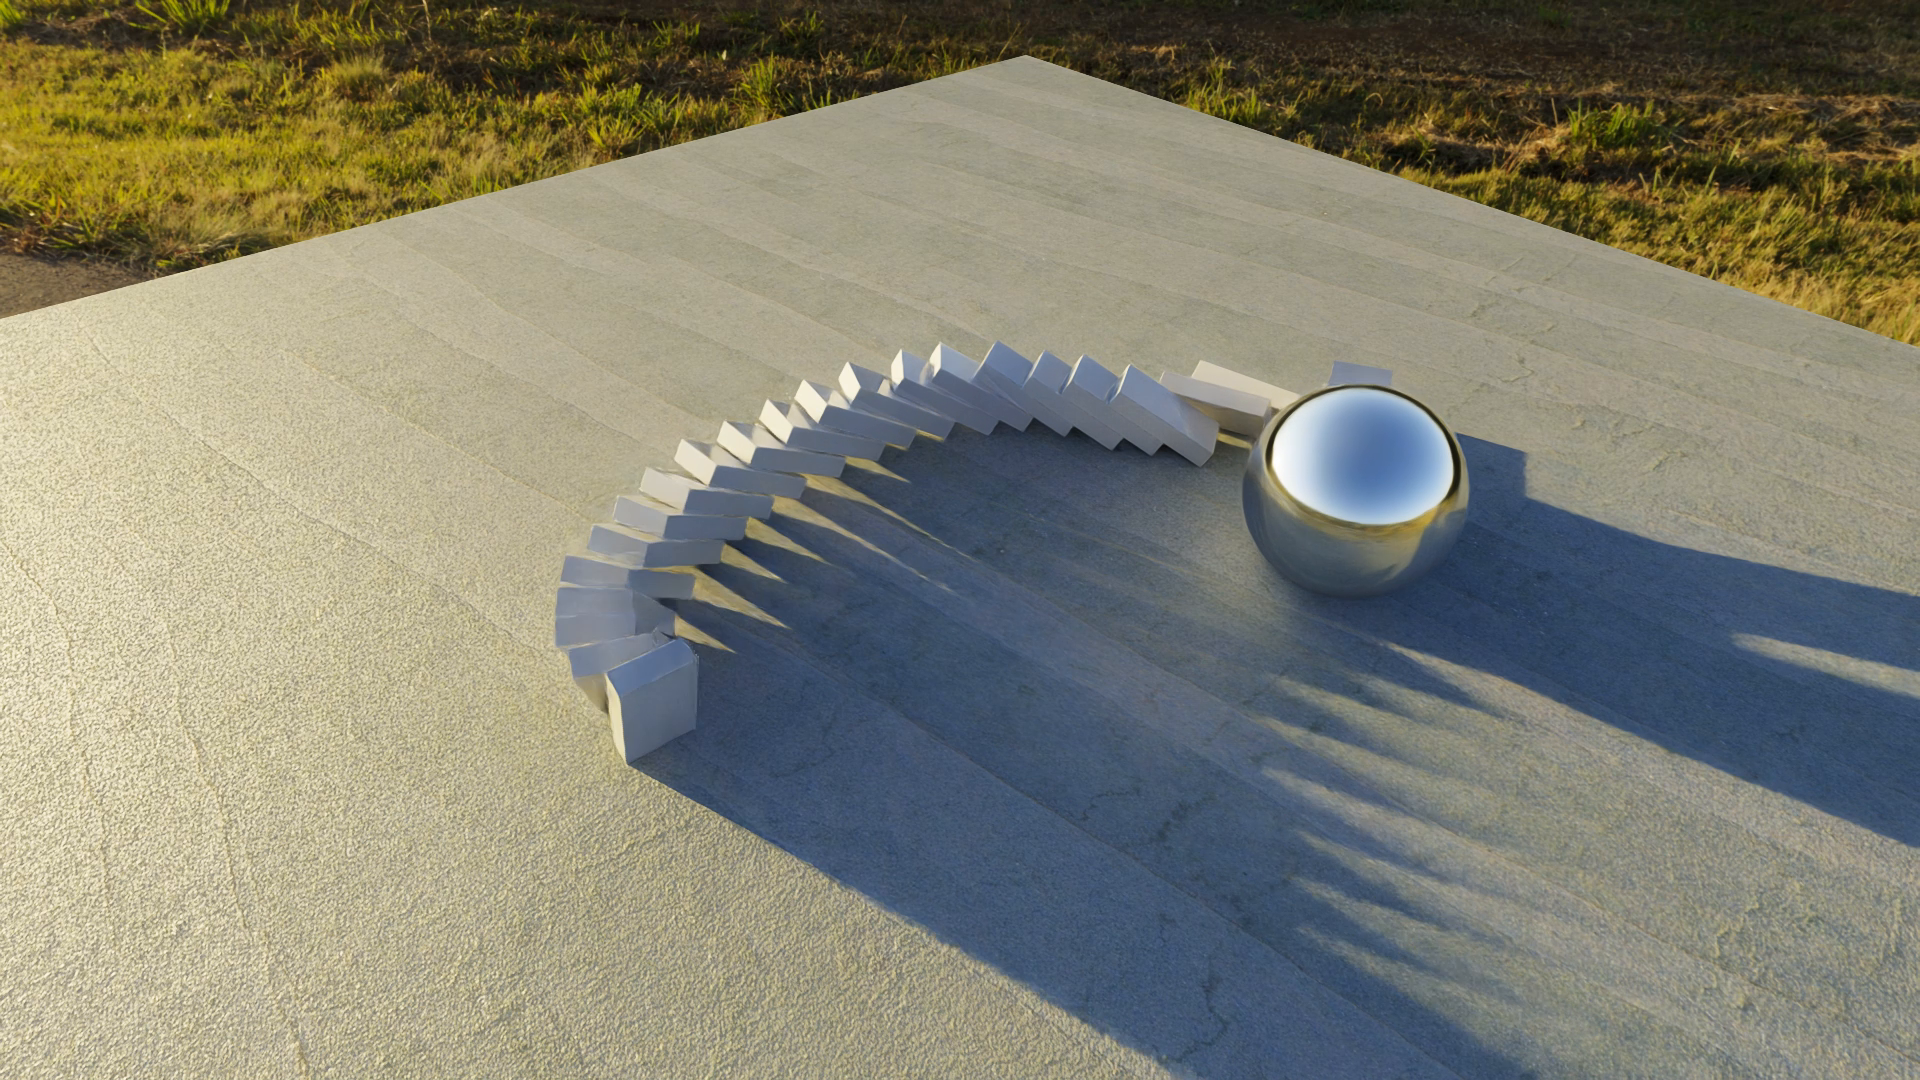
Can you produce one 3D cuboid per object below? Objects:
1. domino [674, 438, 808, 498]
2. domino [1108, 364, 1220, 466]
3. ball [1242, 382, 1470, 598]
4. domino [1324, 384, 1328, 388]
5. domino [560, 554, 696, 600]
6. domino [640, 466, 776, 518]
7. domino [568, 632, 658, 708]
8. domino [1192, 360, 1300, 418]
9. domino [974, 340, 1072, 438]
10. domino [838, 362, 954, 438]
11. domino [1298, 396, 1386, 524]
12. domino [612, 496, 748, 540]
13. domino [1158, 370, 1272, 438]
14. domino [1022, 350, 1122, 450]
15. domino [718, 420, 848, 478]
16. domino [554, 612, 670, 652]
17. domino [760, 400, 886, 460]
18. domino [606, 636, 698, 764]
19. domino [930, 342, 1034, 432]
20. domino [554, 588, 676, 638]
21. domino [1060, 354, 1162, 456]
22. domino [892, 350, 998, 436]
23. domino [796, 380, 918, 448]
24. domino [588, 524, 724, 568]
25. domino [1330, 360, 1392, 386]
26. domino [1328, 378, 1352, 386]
[{"bbox_3d":[-0.091,-0.029,0.458,0.025,0.010,0.050,34,16,34],"label":"domino"},{"bbox_3d":[0.092,-0.056,0.494,0.050,0.009,0.025,32,42,-6],"label":"domino"},{"bbox_3d":[0.146,-0.018,0.410,0.080,0.080,0.080,0,39,0],"label":"ball"},{"bbox_3d":[0.178,-0.054,0.509,0.025,0.010,0.050,13,41,16],"label":"domino"},{"bbox_3d":[-0.120,0.014,0.402,0.025,0.009,0.050,12,-2,14],"label":"domino"},{"bbox_3d":[-0.101,-0.019,0.445,0.025,0.010,0.050,24,10,29],"label":"domino"},{"bbox_3d":[-0.110,0.043,0.361,0.025,0.050,0.009,-11,73,-13],"label":"domino"},{"bbox_3d":[0.135,-0.066,0.512,0.050,0.025,0.009,27,85,29],"label":"domino"},{"bbox_3d":[0.033,-0.071,0.510,0.050,0.010,0.025,33,38,-6],"label":"domino"},{"bbox_3d":[-0.029,-0.064,0.501,0.050,0.010,0.025,17,27,-31],"label":"domino"},{"bbox_3d":[0.160,-0.034,0.463,0.025,0.009,0.050,13,78,16],"label":"domino"},{"bbox_3d":[-0.109,-0.009,0.432,0.025,0.010,0.050,19,8,23],"label":"domino"},{"bbox_3d":[0.117,-0.062,0.506,0.050,0.025,0.009,20,78,22],"label":"domino"},{"bbox_3d":[0.054,-0.064,0.504,0.050,0.010,0.025,33,42,-6],"label":"domino"},{"bbox_3d":[-0.076,-0.039,0.472,0.050,0.009,0.025,4,26,-49],"label":"domino"},{"bbox_3d":[-0.116,0.035,0.372,0.025,0.050,0.010,-3,76,-3],"label":"domino"},{"bbox_3d":[-0.060,-0.048,0.484,0.050,0.009,0.025,6,28,-43],"label":"domino"},{"bbox_3d":[-0.097,0.051,0.349,0.025,0.050,0.010,-25,66,-28],"label":"domino"},{"bbox_3d":[0.010,-0.071,0.509,0.050,0.010,0.025,25,33,-18],"label":"domino"},{"bbox_3d":[-0.119,0.026,0.384,0.025,0.050,0.010,2,78,2],"label":"domino"},{"bbox_3d":[0.071,-0.061,0.499,0.050,0.009,0.025,33,42,-6],"label":"domino"},{"bbox_3d":[-0.007,-0.068,0.508,0.050,0.010,0.025,22,34,-22],"label":"domino"},{"bbox_3d":[-0.046,-0.056,0.491,0.050,0.009,0.025,12,24,-41],"label":"domino"},{"bbox_3d":[-0.115,0.002,0.420,0.025,0.010,0.050,17,7,19],"label":"domino"},{"bbox_3d":[0.172,-0.052,0.485,0.025,0.009,0.050,13,79,16],"label":"domino"},{"bbox_3d":[0.166,-0.043,0.474,0.025,0.009,0.050,13,79,16],"label":"domino"}]
